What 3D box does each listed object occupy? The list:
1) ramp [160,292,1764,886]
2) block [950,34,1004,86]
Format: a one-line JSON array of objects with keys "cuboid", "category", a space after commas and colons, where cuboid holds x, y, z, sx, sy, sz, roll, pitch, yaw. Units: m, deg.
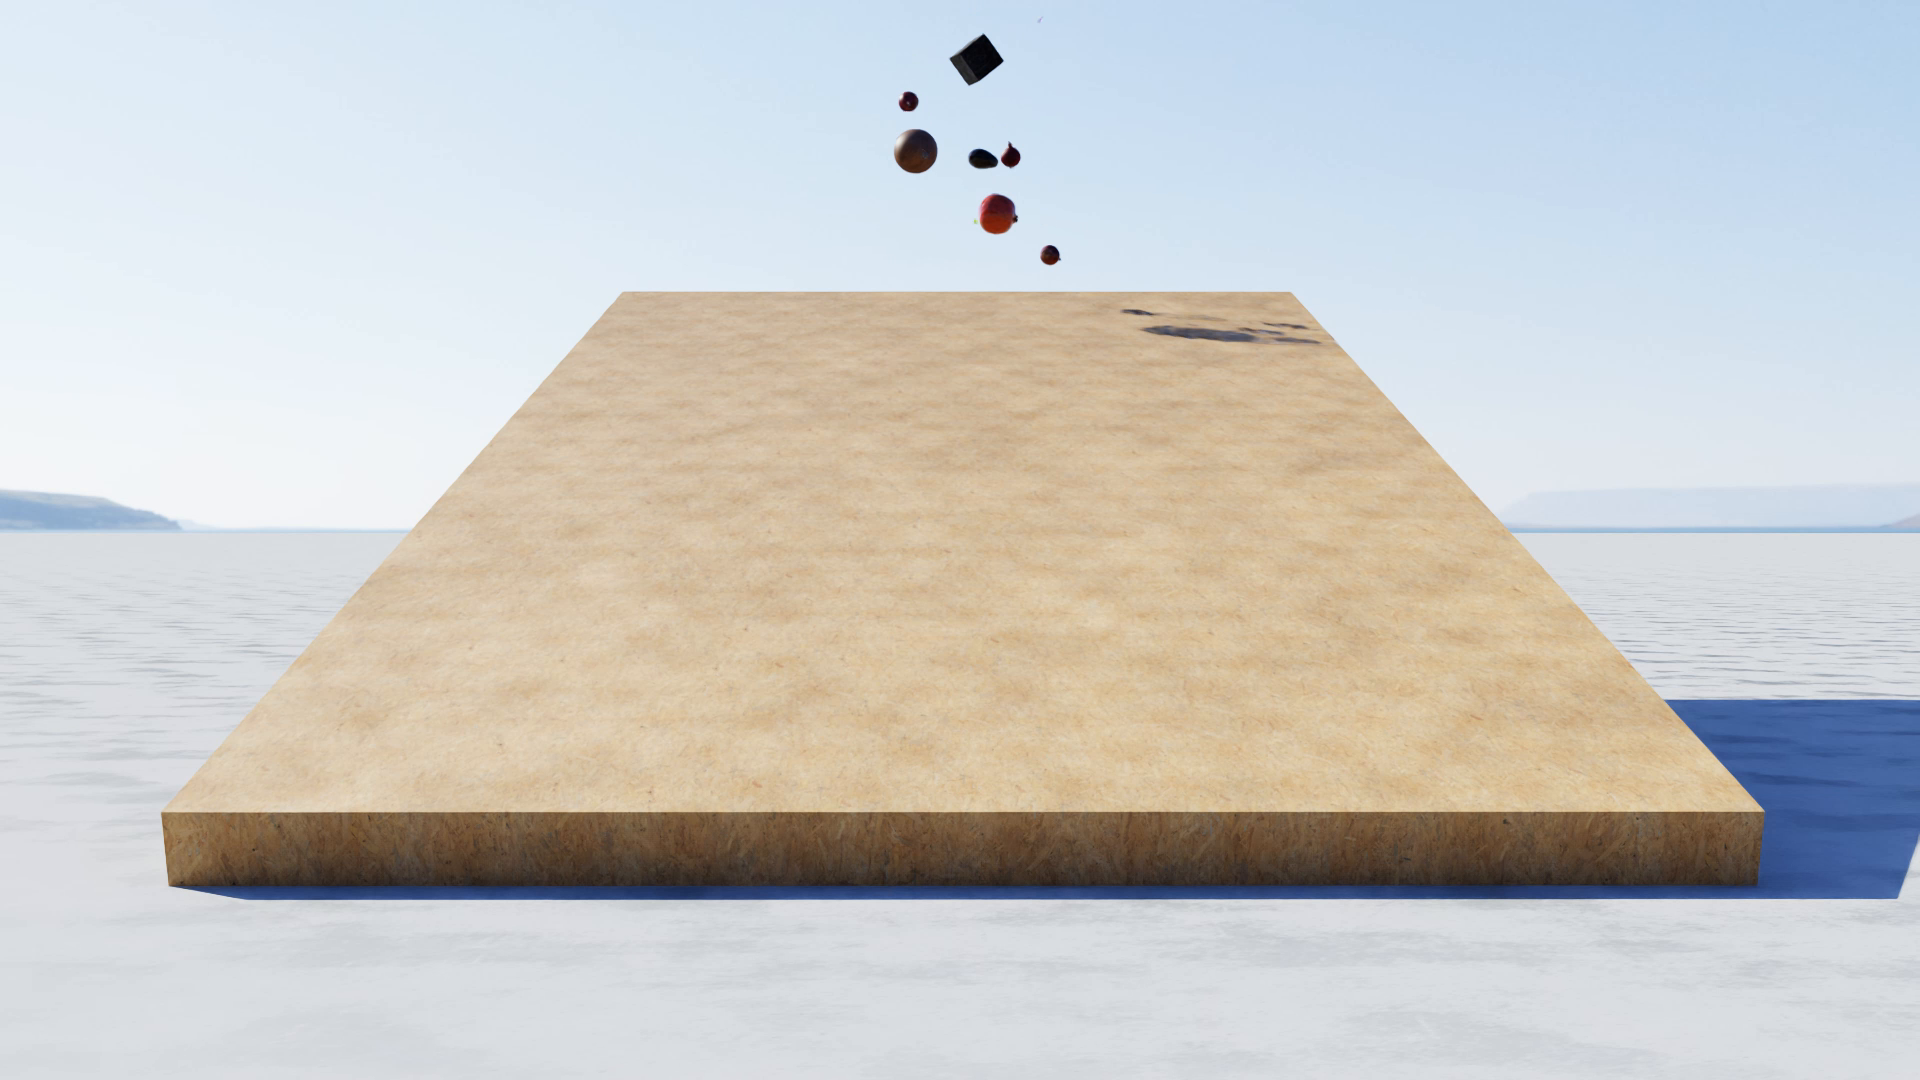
[{"cuboid": [-0.002, -0.155, 4.685, 2.000, 0.100, 4.000, 0, 16, 0], "category": "ramp"}, {"cuboid": [0.047, -1.377, 6.316, 0.097, 0.097, 0.097, -41, 14, -12], "category": "block"}]
